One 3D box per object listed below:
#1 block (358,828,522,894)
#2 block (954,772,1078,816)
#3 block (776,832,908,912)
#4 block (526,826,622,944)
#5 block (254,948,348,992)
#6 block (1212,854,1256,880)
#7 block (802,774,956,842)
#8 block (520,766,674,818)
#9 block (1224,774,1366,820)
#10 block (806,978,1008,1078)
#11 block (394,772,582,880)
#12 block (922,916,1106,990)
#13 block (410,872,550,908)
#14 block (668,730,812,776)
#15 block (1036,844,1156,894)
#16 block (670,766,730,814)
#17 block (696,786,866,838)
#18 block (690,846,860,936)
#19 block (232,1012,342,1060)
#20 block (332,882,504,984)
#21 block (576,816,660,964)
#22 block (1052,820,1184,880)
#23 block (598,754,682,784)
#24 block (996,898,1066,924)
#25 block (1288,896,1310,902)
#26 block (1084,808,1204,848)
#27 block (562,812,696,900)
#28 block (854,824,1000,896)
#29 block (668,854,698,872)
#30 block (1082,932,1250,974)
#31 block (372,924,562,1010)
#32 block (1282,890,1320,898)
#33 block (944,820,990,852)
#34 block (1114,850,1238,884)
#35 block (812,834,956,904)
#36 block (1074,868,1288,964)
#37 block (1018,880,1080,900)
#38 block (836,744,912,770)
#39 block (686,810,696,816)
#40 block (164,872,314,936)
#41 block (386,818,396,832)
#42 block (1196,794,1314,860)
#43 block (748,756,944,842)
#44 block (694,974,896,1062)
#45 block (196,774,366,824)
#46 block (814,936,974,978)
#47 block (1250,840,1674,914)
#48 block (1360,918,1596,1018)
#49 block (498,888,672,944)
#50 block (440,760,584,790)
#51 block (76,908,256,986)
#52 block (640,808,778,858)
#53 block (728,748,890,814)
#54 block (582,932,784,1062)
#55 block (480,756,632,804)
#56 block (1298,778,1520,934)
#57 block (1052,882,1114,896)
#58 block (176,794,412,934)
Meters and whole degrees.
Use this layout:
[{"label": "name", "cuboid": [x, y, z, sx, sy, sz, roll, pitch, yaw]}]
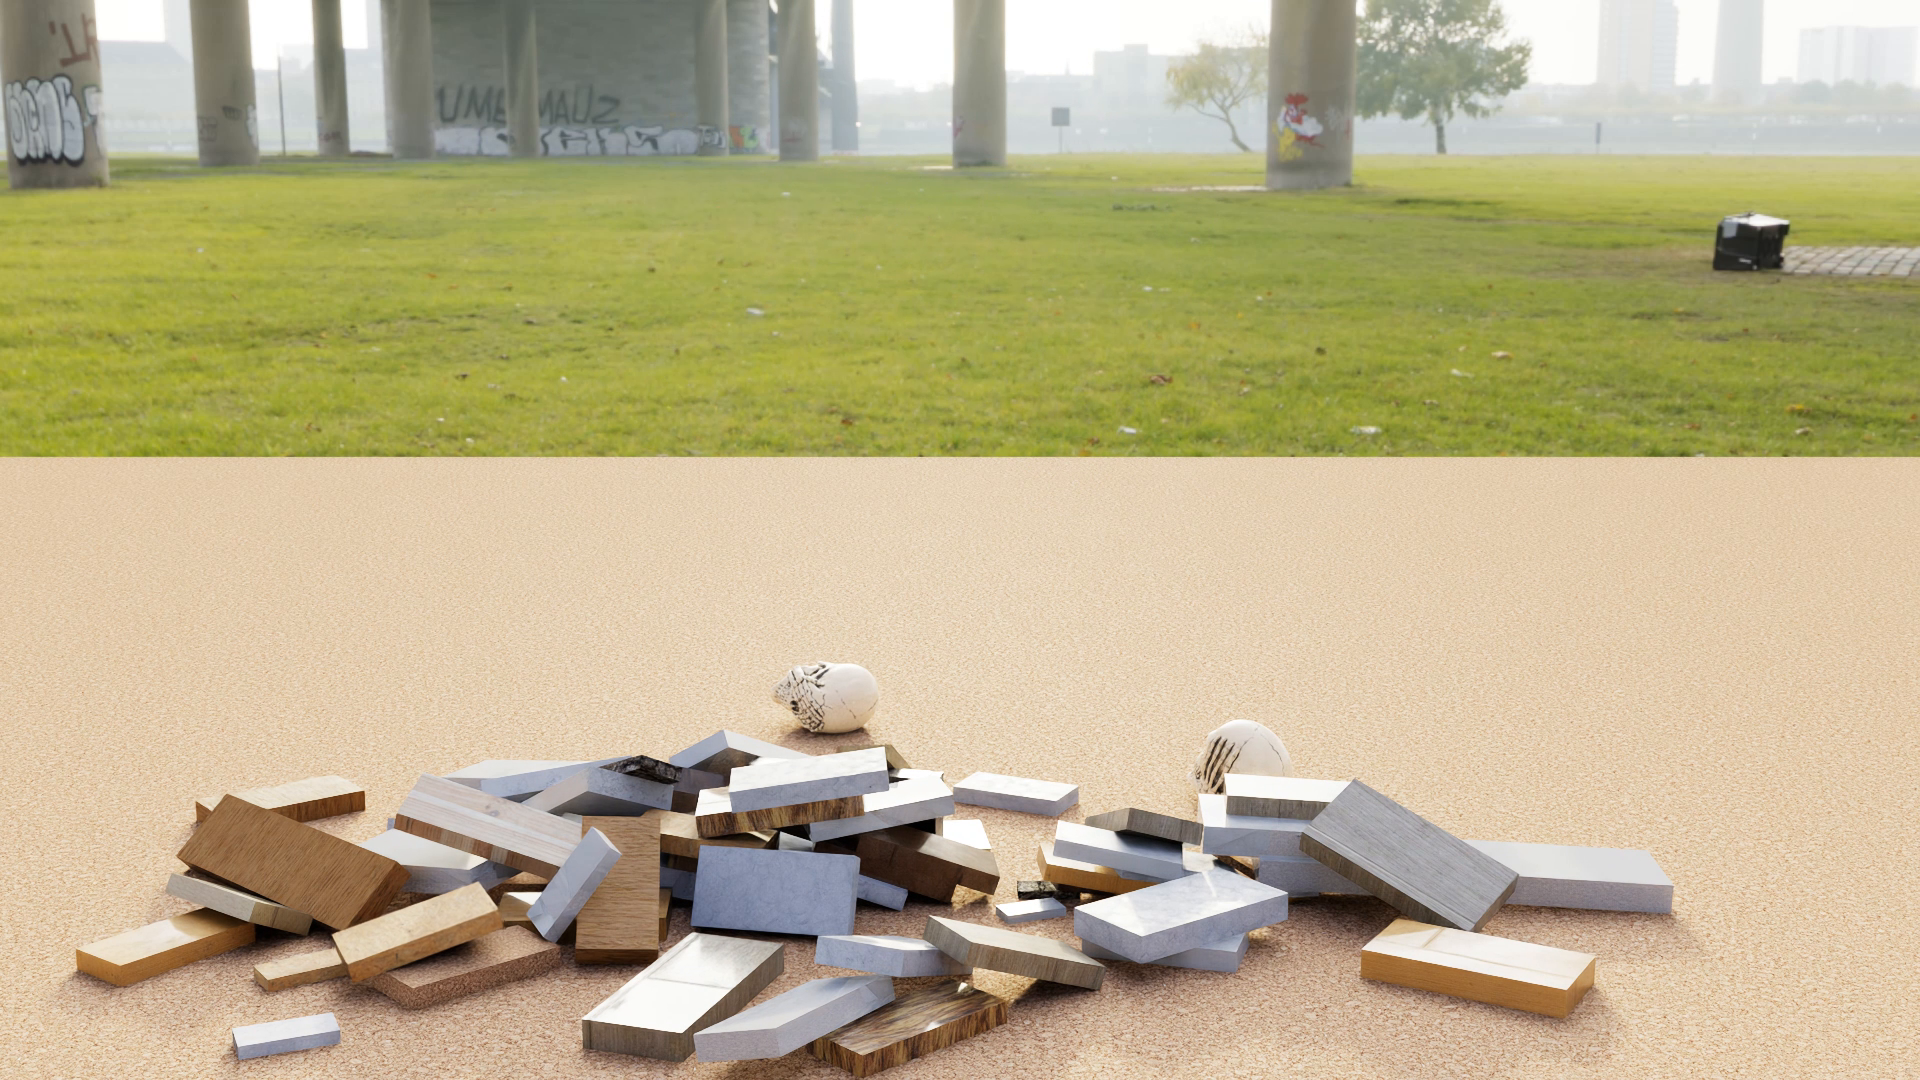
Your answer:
[{"label": "block", "cuboid": [-0.862, 0.525, 3.610, 0.324, 0.046, 0.162, -2, 12, 33]}, {"label": "block", "cuboid": [0.106, 0.481, 4.172, 0.213, 0.030, 0.107, 5, 12, 26]}, {"label": "block", "cuboid": [-0.197, 0.546, 3.625, 0.221, 0.031, 0.111, 19, 9, -6]}, {"label": "block", "cuboid": [-0.597, 0.532, 3.396, 0.024, 0.168, 0.084, 39, -5, -33]}, {"label": "block", "cuboid": [-0.985, 0.646, 3.313, 0.137, 0.019, 0.068, -7, 13, -34]}, {"label": "block", "cuboid": [0.470, 0.547, 3.718, 0.097, 0.014, 0.049, 31, 4, -1]}, {"label": "block", "cuboid": [-0.139, 0.444, 3.641, 0.240, 0.034, 0.120, -10, 12, -12]}, {"label": "block", "cuboid": [-0.629, 0.458, 3.771, 0.152, 0.043, 0.304, 18, -27, -28]}, {"label": "block", "cuboid": [0.568, 0.436, 3.713, 0.239, 0.034, 0.120, 3, 11, 4]}, {"label": "block", "cuboid": [-0.072, 0.682, 3.083, 0.273, 0.033, 0.117, -10, 14, -43]}, {"label": "block", "cuboid": [-0.720, 0.471, 3.530, 0.347, 0.033, 0.115, 18, 30, 0]}, {"label": "block", "cuboid": [0.081, 0.609, 3.245, 0.248, 0.035, 0.124, 17, 0, -31]}, {"label": "block", "cuboid": [-0.734, 0.568, 3.664, 0.324, 0.046, 0.162, 0, 11, 0]}, {"label": "block", "cuboid": [-0.378, 0.407, 3.942, 0.120, 0.034, 0.329, -28, -25, 19]}, {"label": "block", "cuboid": [0.237, 0.554, 3.663, 0.209, 0.030, 0.104, 11, 9, -7]}, {"label": "block", "cuboid": [-0.557, 0.451, 3.869, 0.152, 0.043, 0.304, 18, -26, -41]}, {"label": "block", "cuboid": [-0.294, 0.432, 3.615, 0.271, 0.038, 0.135, -8, 12, -1]}, {"label": "block", "cuboid": [-0.292, 0.558, 3.484, 0.256, 0.128, 0.036, 2, -15, 11]}, {"label": "block", "cuboid": [-0.940, 0.692, 3.068, 0.137, 0.019, 0.068, -5, 12, -24]}, {"label": "block", "cuboid": [-0.815, 0.588, 3.304, 0.230, 0.033, 0.115, -18, 21, -23]}, {"label": "block", "cuboid": [-0.533, 0.544, 3.436, 0.124, 0.035, 0.265, 2, 41, -9]}, {"label": "block", "cuboid": [0.259, 0.508, 3.600, 0.209, 0.030, 0.104, 11, 10, 3]}, {"label": "block", "cuboid": [-0.554, 0.398, 3.703, 0.084, 0.024, 0.168, 24, -30, -38]}, {"label": "block", "cuboid": [0.115, 0.601, 3.567, 0.103, 0.015, 0.051, -4, 11, -22]}, {"label": "block", "cuboid": [0.526, 0.588, 3.643, 0.097, 0.014, 0.049, -5, 12, -27]}, {"label": "block", "cuboid": [0.307, 0.494, 3.729, 0.128, 0.036, 0.292, 14, -13, -9]}, {"label": "block", "cuboid": [-0.518, 0.533, 3.662, 0.324, 0.046, 0.162, 12, 10, -2]}, {"label": "block", "cuboid": [-0.057, 0.520, 3.651, 0.240, 0.034, 0.120, 18, 9, -8]}, {"label": "block", "cuboid": [-0.369, 0.530, 3.643, 0.221, 0.031, 0.111, 12, 10, -6]}, {"label": "block", "cuboid": [0.319, 0.621, 3.409, 0.239, 0.034, 0.120, 3, 11, 16]}, {"label": "block", "cuboid": [-0.739, 0.640, 3.302, 0.248, 0.035, 0.124, -9, 14, -41]}, {"label": "block", "cuboid": [0.538, 0.575, 3.629, 0.097, 0.014, 0.049, 0, 12, -14]}, {"label": "block", "cuboid": [0.005, 0.534, 3.906, 0.081, 0.023, 0.161, -1, 11, -6]}, {"label": "block", "cuboid": [0.356, 0.547, 3.677, 0.209, 0.030, 0.104, 10, 10, -14]}, {"label": "block", "cuboid": [-0.126, 0.531, 3.652, 0.240, 0.034, 0.120, 19, 9, -5]}, {"label": "block", "cuboid": [0.345, 0.580, 3.415, 0.309, 0.044, 0.154, -8, 13, -37]}, {"label": "block", "cuboid": [0.147, 0.583, 3.665, 0.103, 0.015, 0.051, 0, 11, -1]}, {"label": "block", "cuboid": [-0.126, 0.427, 3.880, 0.107, 0.030, 0.213, -5, -36, 26]}, {"label": "block", "cuboid": [-0.516, 0.474, 4.048, 0.084, 0.024, 0.168, -9, 14, -39]}, {"label": "block", "cuboid": [-1.147, 0.579, 3.496, 0.229, 0.033, 0.115, 7, -15, 38]}, {"label": "block", "cuboid": [-0.841, 0.515, 3.816, 0.270, 0.038, 0.135, 1, -11, 18]}, {"label": "block", "cuboid": [0.574, 0.485, 3.683, 0.341, 0.048, 0.171, 3, 11, 2]}, {"label": "block", "cuboid": [-0.199, 0.477, 3.808, 0.341, 0.171, 0.048, 3, 11, 16]}, {"label": "block", "cuboid": [-0.225, 0.658, 3.038, 0.135, 0.038, 0.292, -11, -1, 30]}, {"label": "block", "cuboid": [-1.262, 0.493, 4.088, 0.270, 0.038, 0.135, -8, 13, -38]}, {"label": "block", "cuboid": [-0.091, 0.609, 3.224, 0.135, 0.038, 0.271, 5, -8, 23]}, {"label": "block", "cuboid": [0.827, 0.549, 3.667, 0.669, 0.048, 0.171, 3, 11, 3]}, {"label": "block", "cuboid": [0.775, 0.638, 3.291, 0.309, 0.044, 0.154, 6, 12, 30]}, {"label": "block", "cuboid": [-0.600, 0.600, 3.510, 0.270, 0.038, 0.135, -1, 11, -3]}, {"label": "block", "cuboid": [-0.841, 0.456, 4.194, 0.270, 0.038, 0.135, -2, 8, 29]}, {"label": "block", "cuboid": [-1.223, 0.624, 3.393, 0.117, 0.033, 0.234, 8, 13, 36]}, {"label": "block", "cuboid": [-0.421, 0.488, 3.601, 0.221, 0.031, 0.111, 9, 11, 10]}, {"label": "block", "cuboid": [-0.246, 0.392, 3.594, 0.256, 0.036, 0.128, -8, 12, -2]}, {"label": "block", "cuboid": [-0.395, 0.658, 3.187, 0.152, 0.043, 0.352, 4, 11, 18]}, {"label": "block", "cuboid": [-0.719, 0.455, 3.981, 0.270, 0.038, 0.135, -9, -28, -6]}, {"label": "block", "cuboid": [0.717, 0.515, 3.522, 0.309, 0.044, 0.154, 30, 49, 29]}, {"label": "block", "cuboid": [0.203, 0.571, 3.655, 0.103, 0.015, 0.051, 9, 10, -18]}, {"label": "block", "cuboid": [-1.108, 0.537, 3.632, 0.532, 0.038, 0.135, 10, 56, 42]}]
